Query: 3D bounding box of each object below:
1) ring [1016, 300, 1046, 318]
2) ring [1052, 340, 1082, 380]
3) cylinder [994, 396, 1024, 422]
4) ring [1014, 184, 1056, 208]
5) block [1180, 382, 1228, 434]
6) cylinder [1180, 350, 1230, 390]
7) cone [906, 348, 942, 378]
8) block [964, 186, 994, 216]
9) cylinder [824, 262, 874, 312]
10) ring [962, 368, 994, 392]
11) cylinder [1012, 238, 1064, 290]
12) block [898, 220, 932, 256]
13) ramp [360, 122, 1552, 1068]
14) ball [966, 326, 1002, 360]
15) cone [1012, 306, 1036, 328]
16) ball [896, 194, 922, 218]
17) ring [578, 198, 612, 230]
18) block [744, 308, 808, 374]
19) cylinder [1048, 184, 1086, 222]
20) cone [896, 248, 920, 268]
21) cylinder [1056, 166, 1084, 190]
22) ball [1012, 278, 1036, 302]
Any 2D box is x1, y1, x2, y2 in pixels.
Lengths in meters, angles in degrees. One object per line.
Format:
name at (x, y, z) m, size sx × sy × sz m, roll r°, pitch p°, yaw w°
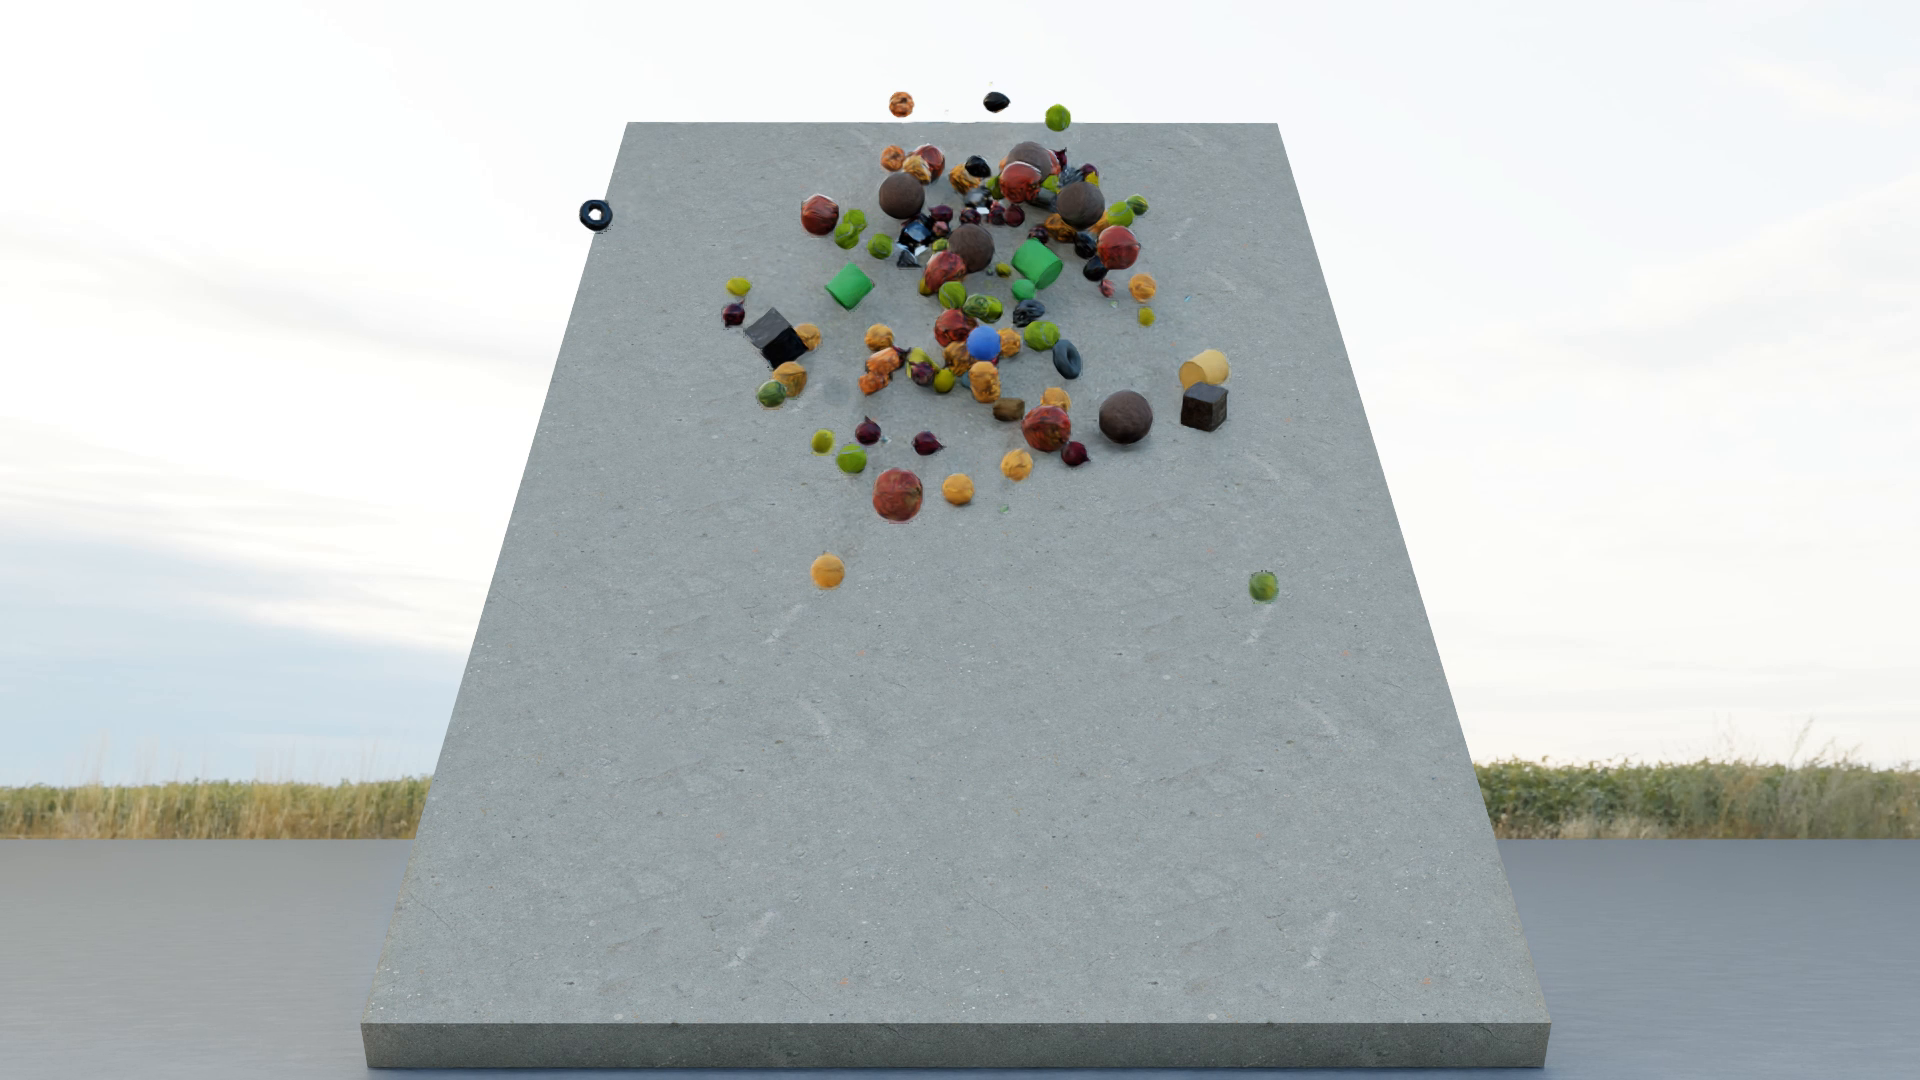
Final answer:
ring at (0.185, -0.603, 6.371) m, size 0.078 × 0.026 × 0.078 m, roll 0°, pitch 32°, yaw 0°
ring at (0.266, -0.448, 6.055) m, size 0.035 × 0.104 × 0.104 m, roll -19°, pitch -16°, yaw 31°
cylinder at (0.117, -0.313, 5.843) m, size 0.058 × 0.058 × 0.058 m, roll 7°, pitch -4°, yaw 21°
ring at (0.215, -0.973, 6.909) m, size 0.136 × 0.045 × 0.136 m, roll 16°, pitch 1°, yaw 0°
block at (0.587, -0.319, 5.859) m, size 0.081 × 0.081 × 0.081 m, roll 18°, pitch 36°, yaw 26°
cylinder at (0.600, -0.413, 5.993) m, size 0.087 × 0.087 × 0.087 m, roll -31°, pitch 15°, yaw -39°
cone at (-0.078, -0.432, 6.081) m, size 0.080 × 0.080 × 0.080 m, roll 16°, pitch -14°, yaw -28°
block at (0.053, -0.950, 6.827) m, size 0.053 × 0.053 × 0.053 m, roll -7°, pitch -36°, yaw 34°
cylinder at (-0.287, -0.657, 6.330) m, size 0.091 × 0.091 × 0.091 m, roll -45°, pitch -5°, yaw -5°
ring at (0.043, -0.396, 6.026) m, size 0.079 × 0.079 × 0.026 m, roll 0°, pitch -49°, yaw 1°
cylinder at (0.205, -0.735, 6.485) m, size 0.098 × 0.098 × 0.098 m, roll 43°, pitch 10°, yaw 21°
block at (-0.123, -0.816, 6.611) m, size 0.061 × 0.061 × 0.061 m, roll -36°, pitch -20°, yaw -37°
ramp at (-0.015, -0.195, 5.825) m, size 2.000 × 0.100 × 4.000 m, roll 0°, pitch 32°, yaw 0°
ball at (0.059, -0.482, 5.985) m, size 0.085 × 0.085 × 0.085 m, roll 0°, pitch -7°, yaw 0°
cone at (0.163, -0.578, 6.224) m, size 0.060 × 0.060 × 0.060 m, roll 0°, pitch -14°, yaw 0°
ball at (-0.142, -0.939, 6.855) m, size 0.070 × 0.070 × 0.070 m, roll 0°, pitch -7°, yaw 0°
ring at (-0.997, -0.889, 6.674) m, size 0.094 × 0.094 × 0.031 m, roll 2°, pitch -15°, yaw -16°
block at (-0.457, -0.495, 6.055) m, size 0.096 × 0.096 × 0.096 m, roll 46°, pitch -5°, yaw 44°
cylinder at (0.299, -0.944, 6.832) m, size 0.075 × 0.075 × 0.075 m, roll 4°, pitch -31°, yaw -31°
cone at (-0.130, -0.741, 6.505) m, size 0.059 × 0.059 × 0.059 m, roll 26°, pitch -5°, yaw 4°
cylinder at (0.310, -1.014, 6.874) m, size 0.061 × 0.061 × 0.061 m, roll 21°, pitch 0°, yaw 0°
ball at (0.168, -0.656, 6.420) m, size 0.063 × 0.063 × 0.063 m, roll 0°, pitch -7°, yaw 0°
